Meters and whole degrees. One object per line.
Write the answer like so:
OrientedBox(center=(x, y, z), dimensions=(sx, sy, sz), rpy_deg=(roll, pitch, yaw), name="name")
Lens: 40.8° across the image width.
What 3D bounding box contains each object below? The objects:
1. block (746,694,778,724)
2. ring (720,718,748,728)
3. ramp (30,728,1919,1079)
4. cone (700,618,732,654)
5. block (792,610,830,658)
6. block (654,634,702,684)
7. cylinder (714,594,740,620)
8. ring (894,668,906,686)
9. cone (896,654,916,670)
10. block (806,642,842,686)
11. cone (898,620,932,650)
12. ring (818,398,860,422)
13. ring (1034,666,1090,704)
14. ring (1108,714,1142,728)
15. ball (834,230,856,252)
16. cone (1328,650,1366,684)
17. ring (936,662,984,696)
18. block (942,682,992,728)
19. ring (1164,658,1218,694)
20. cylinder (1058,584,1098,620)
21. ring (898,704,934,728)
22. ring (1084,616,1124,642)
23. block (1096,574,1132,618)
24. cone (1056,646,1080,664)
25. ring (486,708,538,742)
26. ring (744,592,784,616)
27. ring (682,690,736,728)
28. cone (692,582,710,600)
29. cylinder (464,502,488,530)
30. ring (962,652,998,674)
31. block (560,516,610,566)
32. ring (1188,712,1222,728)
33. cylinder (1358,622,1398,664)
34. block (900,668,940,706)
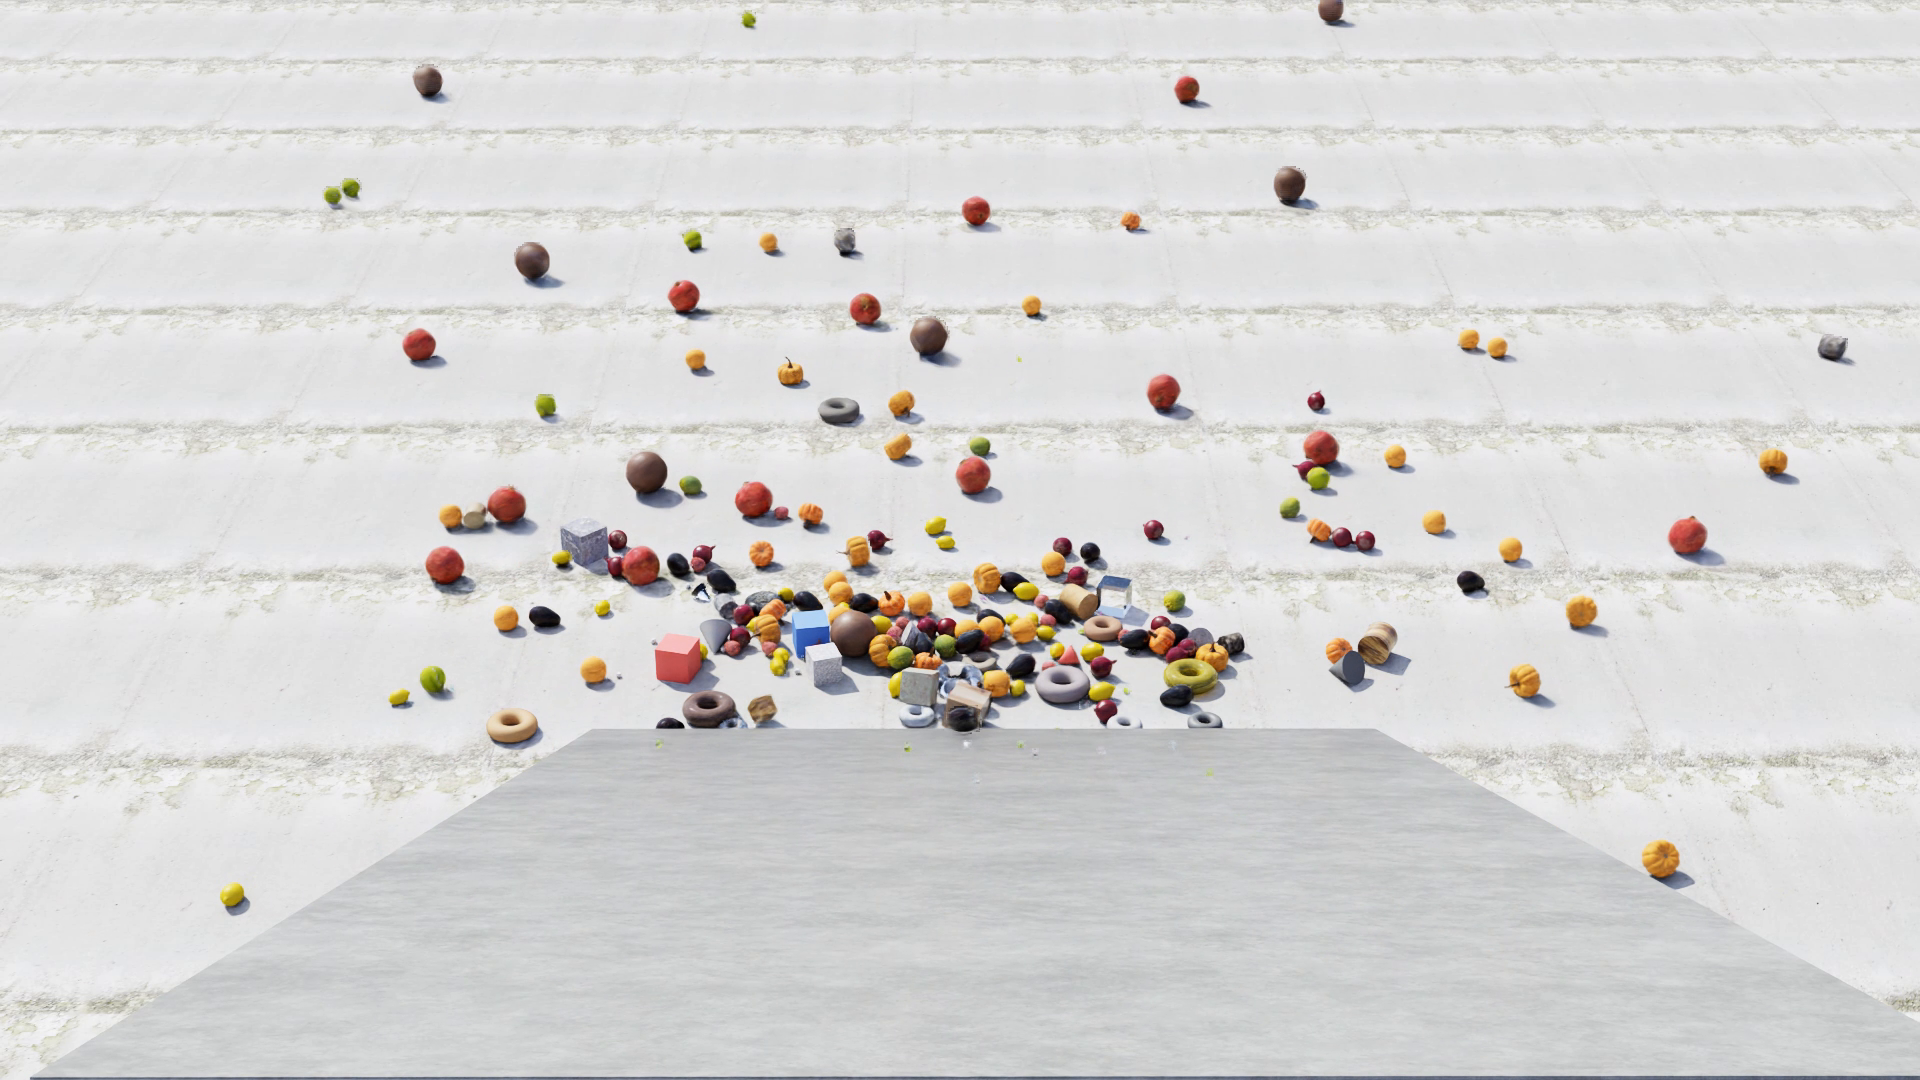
OrientedBox(center=(-0.519, 0.444, 6.779), dimensions=(0.051, 0.051, 0.051), rpy_deg=(-12, 66, -37), name="block")
OrientedBox(center=(-0.591, 0.490, 6.747), dimensions=(0.076, 0.025, 0.076), rpy_deg=(0, 26, 0), name="ring")
OrientedBox(center=(0.062, 0.561, 4.599), dimensions=(2.000, 0.100, 4.000), rpy_deg=(0, 1, 0), name="ramp")
OrientedBox(center=(-0.676, 0.281, 7.129), dimensions=(0.092, 0.092, 0.092), rpy_deg=(0, 54, 0), name="cone")
OrientedBox(center=(-0.411, 0.259, 7.118), dimensions=(0.092, 0.092, 0.092), rpy_deg=(-5, 28, -9), name="block")
OrientedBox(center=(-0.764, 0.321, 6.997), dimensions=(0.094, 0.094, 0.094), rpy_deg=(8, 29, 14), name="block")
OrientedBox(center=(-0.659, 0.187, 7.295), dimensions=(0.055, 0.055, 0.055), rpy_deg=(-11, 29, -20), name="cylinder")
OrientedBox(center=(-0.140, 0.374, 6.970), dimensions=(0.080, 0.027, 0.080), rpy_deg=(-1, 27, 1), name="ring")
OrientedBox(center=(-0.147, 0.327, 7.028), dimensions=(0.053, 0.053, 0.053), rpy_deg=(0, 27, 0), name="cone")
OrientedBox(center=(-0.368, 0.336, 6.983), dimensions=(0.080, 0.080, 0.080), rpy_deg=(-9, 29, -16), name="block")
OrientedBox(center=(-0.112, 0.281, 7.133), dimensions=(0.088, 0.088, 0.088), rpy_deg=(25, 26, -11), name="cone")
OrientedBox(center=(-0.395, -0.427, 8.480), dimensions=(0.139, 0.046, 0.139), rpy_deg=(1, 27, 0), name="ring")
OrientedBox(center=(0.275, 0.387, 6.919), dimensions=(0.150, 0.050, 0.150), rpy_deg=(-1, 28, 1), name="ring")
OrientedBox(center=(0.431, 0.486, 6.749), dimensions=(0.094, 0.031, 0.094), rpy_deg=(1, 27, -1), name="ring")
OrientedBox(center=(-0.435, -1.131, 9.786), dimensions=(0.085, 0.085, 0.085), rpy_deg=(0, 28, 0), name="ball")
OrientedBox(center=(1.032, 0.349, 6.999), dimensions=(0.093, 0.093, 0.093), rpy_deg=(-26, 11, -40), name="cone")
OrientedBox(center=(-0.008, 0.375, 6.946), dimensions=(0.143, 0.048, 0.143), rpy_deg=(0, 29, 0), name="ring")
OrientedBox(center=(0.017, 0.442, 6.751), dimensions=(0.091, 0.091, 0.091), rpy_deg=(19, 31, 11), name="block")
OrientedBox(center=(0.621, 0.368, 6.956), dimensions=(0.148, 0.049, 0.148), rpy_deg=(-1, 27, 0), name="ring")
OrientedBox(center=(0.334, 0.174, 7.295), dimensions=(0.079, 0.079, 0.079), rpy_deg=(-22, 35, -36), name="cylinder")
OrientedBox(center=(-0.114, 0.461, 6.797), dimensions=(0.094, 0.031, 0.094), rpy_deg=(1, 27, -1), name="ring")
OrientedBox(center=(0.400, 0.247, 7.200), dimensions=(0.111, 0.037, 0.111), rpy_deg=(0, 26, 0), name="ring")
OrientedBox(center=(0.437, 0.160, 7.319), dimensions=(0.082, 0.082, 0.082), rpy_deg=(10, 29, 18), name="block")
OrientedBox(center=(0.289, 0.325, 7.062), dimensions=(0.058, 0.058, 0.058), rpy_deg=(-27, 28, 6), name="cone")
OrientedBox(center=(-1.169, 0.484, 6.739), dimensions=(0.134, 0.045, 0.134), rpy_deg=(1, 28, -1), name="ring")
OrientedBox(center=(-0.557, 0.180, 7.329), dimensions=(0.111, 0.037, 0.111), rpy_deg=(-1, 26, 0), name="ring")
OrientedBox(center=(-0.661, 0.445, 6.810), dimensions=(0.143, 0.048, 0.143), rpy_deg=(0, 28, 0), name="ring")
OrientedBox(center=(-0.733, 0.158, 7.386), dimensions=(0.050, 0.050, 0.050), rpy_deg=(43, 44, 17), name="cone")
OrientedBox(center=(-1.460, -0.073, 7.785), dimensions=(0.063, 0.063, 0.063), rpy_deg=(-1, 28, -2), name="cylinder")
OrientedBox(center=(0.053, 0.335, 7.038), dimensions=(0.097, 0.032, 0.097), rpy_deg=(-1, 27, 1), name="ring")
OrientedBox(center=(-1.105, 0.003, 7.600), dimensions=(0.098, 0.098, 0.098), rpy_deg=(24, 36, 38), name="block")
OrientedBox(center=(0.641, 0.480, 6.761), dimensions=(0.094, 0.031, 0.094), rpy_deg=(1, 27, -1), name="ring")
OrientedBox(center=(1.145, 0.282, 7.078), dimensions=(0.088, 0.088, 0.088), rpy_deg=(12, 30, 22), name="cylinder")
OrientedBox(center=(-0.108, 0.389, 6.850), dimensions=(0.084, 0.084, 0.084), rpy_deg=(6, 5, 12), name="block")
